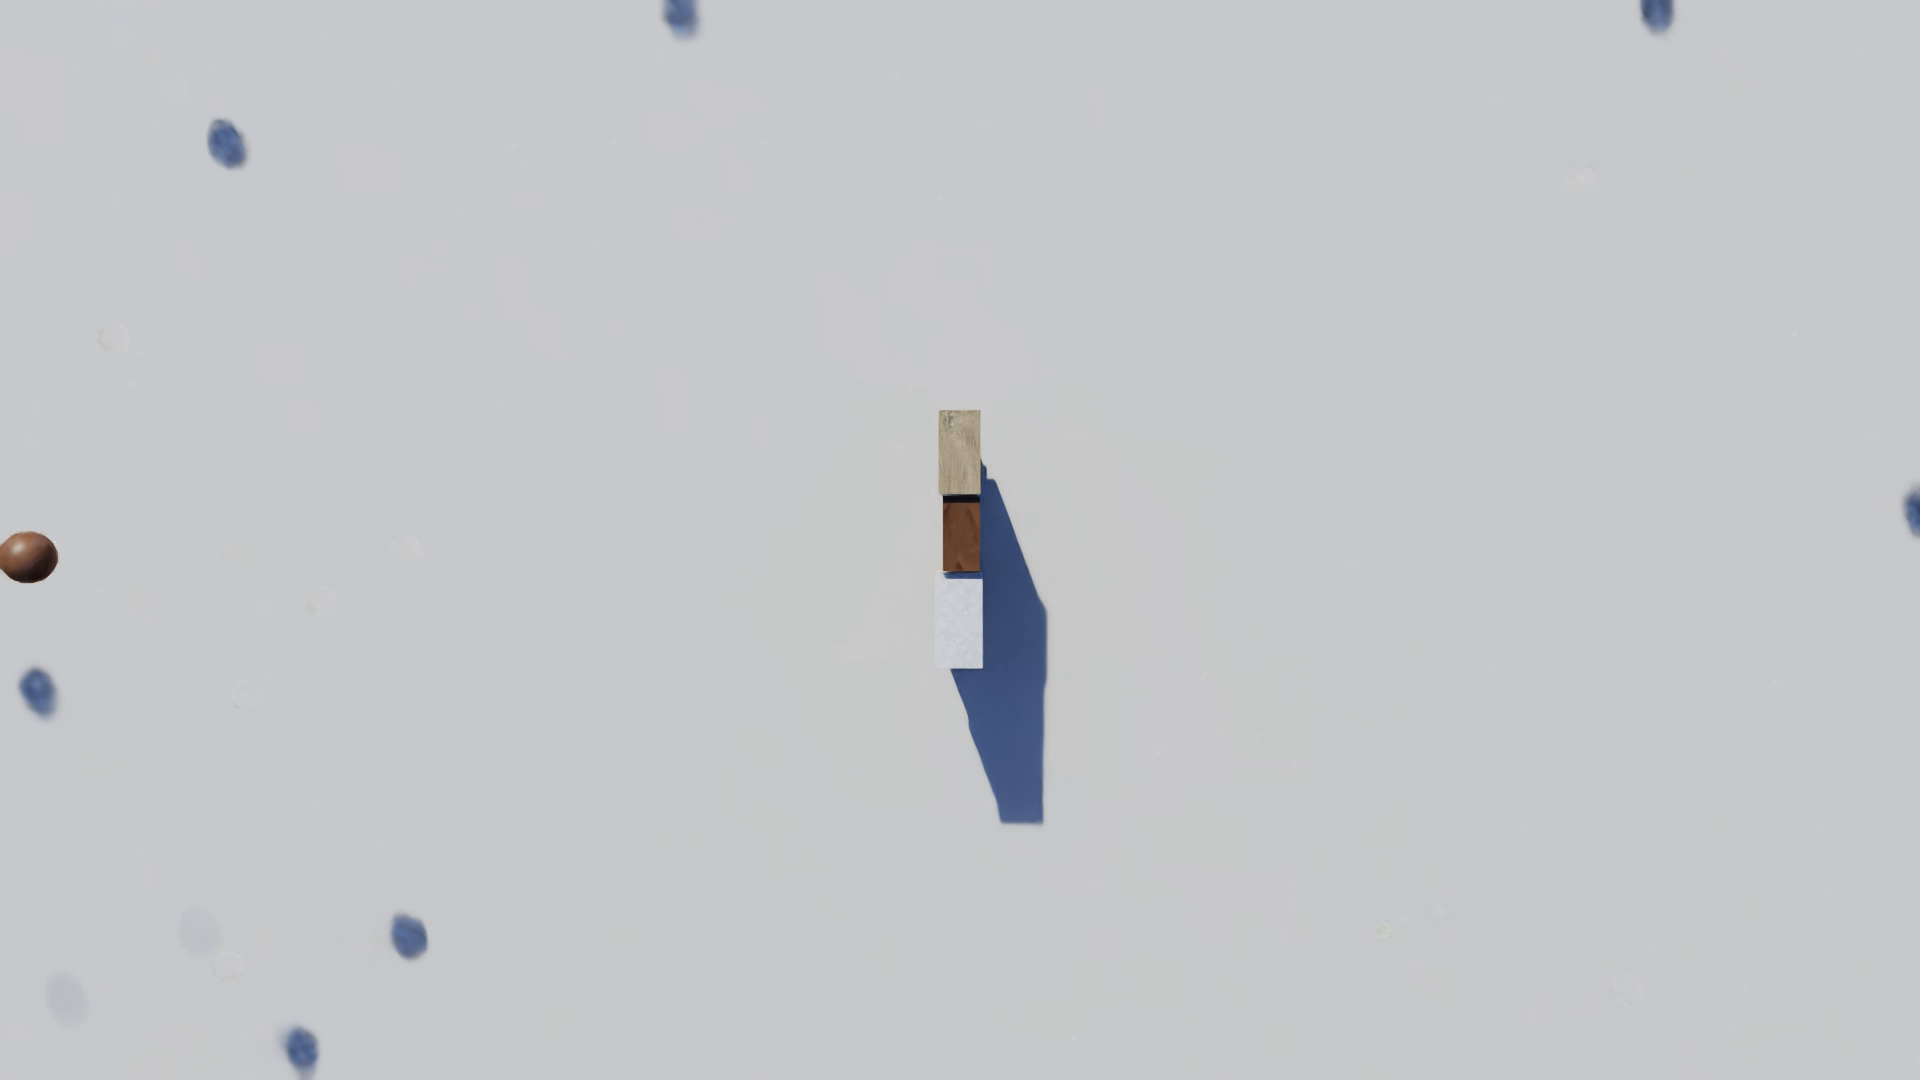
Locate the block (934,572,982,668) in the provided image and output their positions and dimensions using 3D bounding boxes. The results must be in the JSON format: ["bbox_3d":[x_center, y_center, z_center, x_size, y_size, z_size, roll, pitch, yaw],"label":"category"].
[{"bbox_3d":[-0.004,0.238,4.899,0.141,0.040,0.283,0,90,0],"label":"block"}]

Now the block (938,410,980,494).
[{"bbox_3d":[-0.002,-0.257,4.842,0.123,0.035,0.246,0,90,0],"label":"block"}]

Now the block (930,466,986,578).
[{"bbox_3d":[-0.004,-0.058,5.130,0.173,0.049,0.346,0,90,0],"label":"block"}]

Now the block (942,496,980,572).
[{"bbox_3d":[0.004,-0.018,4.868,0.111,0.031,0.221,0,90,0],"label":"block"}]
